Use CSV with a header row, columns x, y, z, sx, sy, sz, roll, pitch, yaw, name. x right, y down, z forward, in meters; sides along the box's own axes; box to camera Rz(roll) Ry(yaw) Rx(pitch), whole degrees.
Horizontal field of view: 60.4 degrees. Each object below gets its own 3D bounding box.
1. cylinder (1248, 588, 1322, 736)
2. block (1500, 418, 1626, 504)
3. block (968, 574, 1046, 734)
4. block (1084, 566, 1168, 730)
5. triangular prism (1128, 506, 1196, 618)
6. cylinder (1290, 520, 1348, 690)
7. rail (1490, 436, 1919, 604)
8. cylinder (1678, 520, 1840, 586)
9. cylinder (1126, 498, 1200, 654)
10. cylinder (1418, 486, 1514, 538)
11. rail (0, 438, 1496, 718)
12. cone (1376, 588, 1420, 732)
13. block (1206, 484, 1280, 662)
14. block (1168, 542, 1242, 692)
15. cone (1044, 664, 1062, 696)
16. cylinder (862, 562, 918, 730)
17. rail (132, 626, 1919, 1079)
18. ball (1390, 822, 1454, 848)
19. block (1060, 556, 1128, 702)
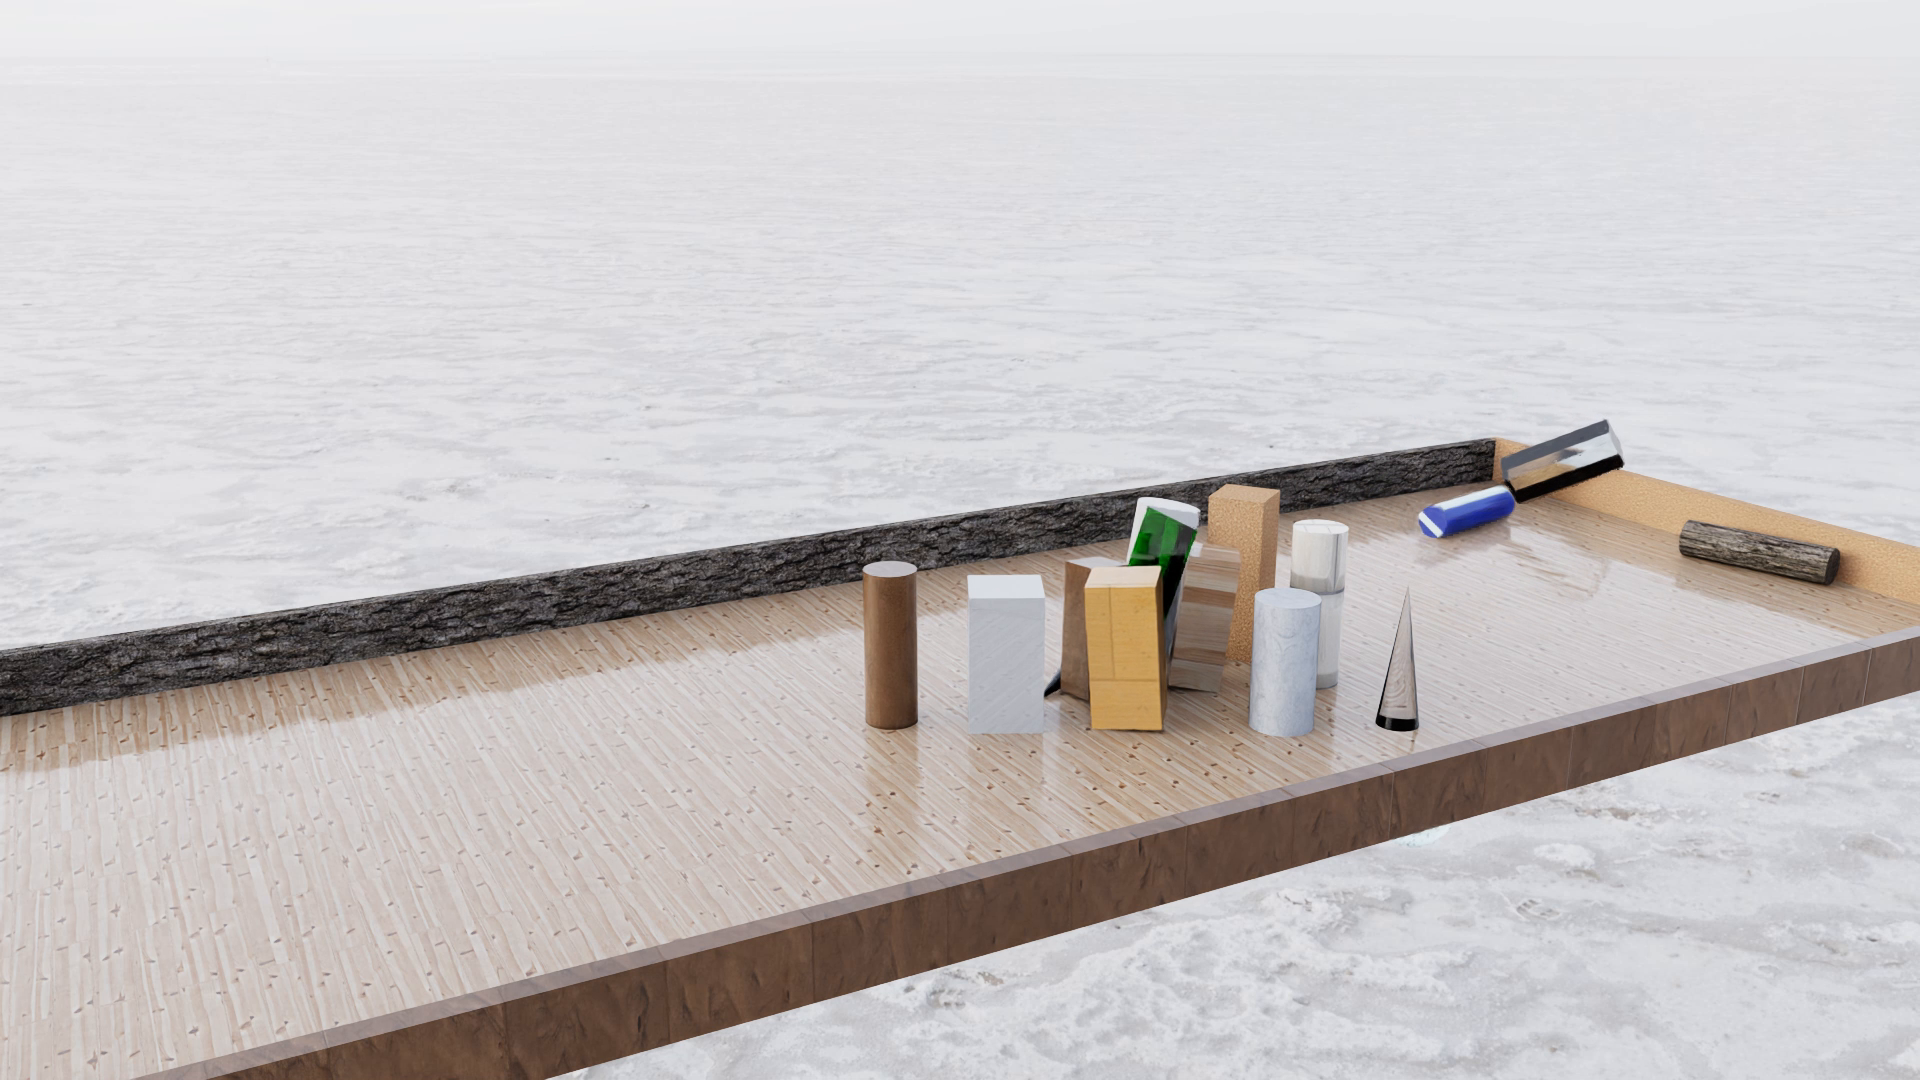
x,y,z,sx,sy,sz,roll,pitch,yaw,name
0.754,0.283,3.837,0.152,0.313,0.152,0,16,0,cylinder
2.081,-0.270,5.705,0.377,0.121,0.121,-23,36,30,block
0.105,0.266,3.864,0.173,0.331,0.173,0,16,-1,block
0.391,0.252,3.865,0.162,0.346,0.162,-1,16,12,block
0.484,0.142,4.081,0.145,0.444,0.125,28,21,31,triangular prism
0.884,0.160,4.098,0.133,0.401,0.133,0,16,0,cylinder
2.466,-0.048,5.253,0.050,0.150,2.100,-9,18,-27,rail
2.435,0.035,5.036,0.112,0.112,0.434,-15,22,-41,cylinder
0.512,0.093,4.324,0.164,0.380,0.164,9,13,-2,cylinder
1.691,-0.096,5.496,0.403,0.104,0.104,-14,21,-39,cylinder
-3.305,0.497,3.399,12.000,0.150,0.050,-9,18,-27,rail
1.030,0.265,3.836,0.101,0.348,0.101,0,16,0,cone
0.732,0.086,4.300,0.144,0.430,0.144,8,18,26,block
0.603,0.190,4.088,0.126,0.338,0.126,8,17,4,block
0.267,0.335,4.126,0.100,0.100,0.305,11,29,32,cone
-0.162,0.246,3.854,0.125,0.374,0.125,0,16,0,cylinder
-2.336,1.006,1.665,12.000,0.150,0.050,-9,18,-27,rail
2.019,1.174,7.369,0.391,0.391,0.391,0,16,0,ball
0.328,0.215,4.025,0.109,0.326,0.109,-7,14,-35,block
